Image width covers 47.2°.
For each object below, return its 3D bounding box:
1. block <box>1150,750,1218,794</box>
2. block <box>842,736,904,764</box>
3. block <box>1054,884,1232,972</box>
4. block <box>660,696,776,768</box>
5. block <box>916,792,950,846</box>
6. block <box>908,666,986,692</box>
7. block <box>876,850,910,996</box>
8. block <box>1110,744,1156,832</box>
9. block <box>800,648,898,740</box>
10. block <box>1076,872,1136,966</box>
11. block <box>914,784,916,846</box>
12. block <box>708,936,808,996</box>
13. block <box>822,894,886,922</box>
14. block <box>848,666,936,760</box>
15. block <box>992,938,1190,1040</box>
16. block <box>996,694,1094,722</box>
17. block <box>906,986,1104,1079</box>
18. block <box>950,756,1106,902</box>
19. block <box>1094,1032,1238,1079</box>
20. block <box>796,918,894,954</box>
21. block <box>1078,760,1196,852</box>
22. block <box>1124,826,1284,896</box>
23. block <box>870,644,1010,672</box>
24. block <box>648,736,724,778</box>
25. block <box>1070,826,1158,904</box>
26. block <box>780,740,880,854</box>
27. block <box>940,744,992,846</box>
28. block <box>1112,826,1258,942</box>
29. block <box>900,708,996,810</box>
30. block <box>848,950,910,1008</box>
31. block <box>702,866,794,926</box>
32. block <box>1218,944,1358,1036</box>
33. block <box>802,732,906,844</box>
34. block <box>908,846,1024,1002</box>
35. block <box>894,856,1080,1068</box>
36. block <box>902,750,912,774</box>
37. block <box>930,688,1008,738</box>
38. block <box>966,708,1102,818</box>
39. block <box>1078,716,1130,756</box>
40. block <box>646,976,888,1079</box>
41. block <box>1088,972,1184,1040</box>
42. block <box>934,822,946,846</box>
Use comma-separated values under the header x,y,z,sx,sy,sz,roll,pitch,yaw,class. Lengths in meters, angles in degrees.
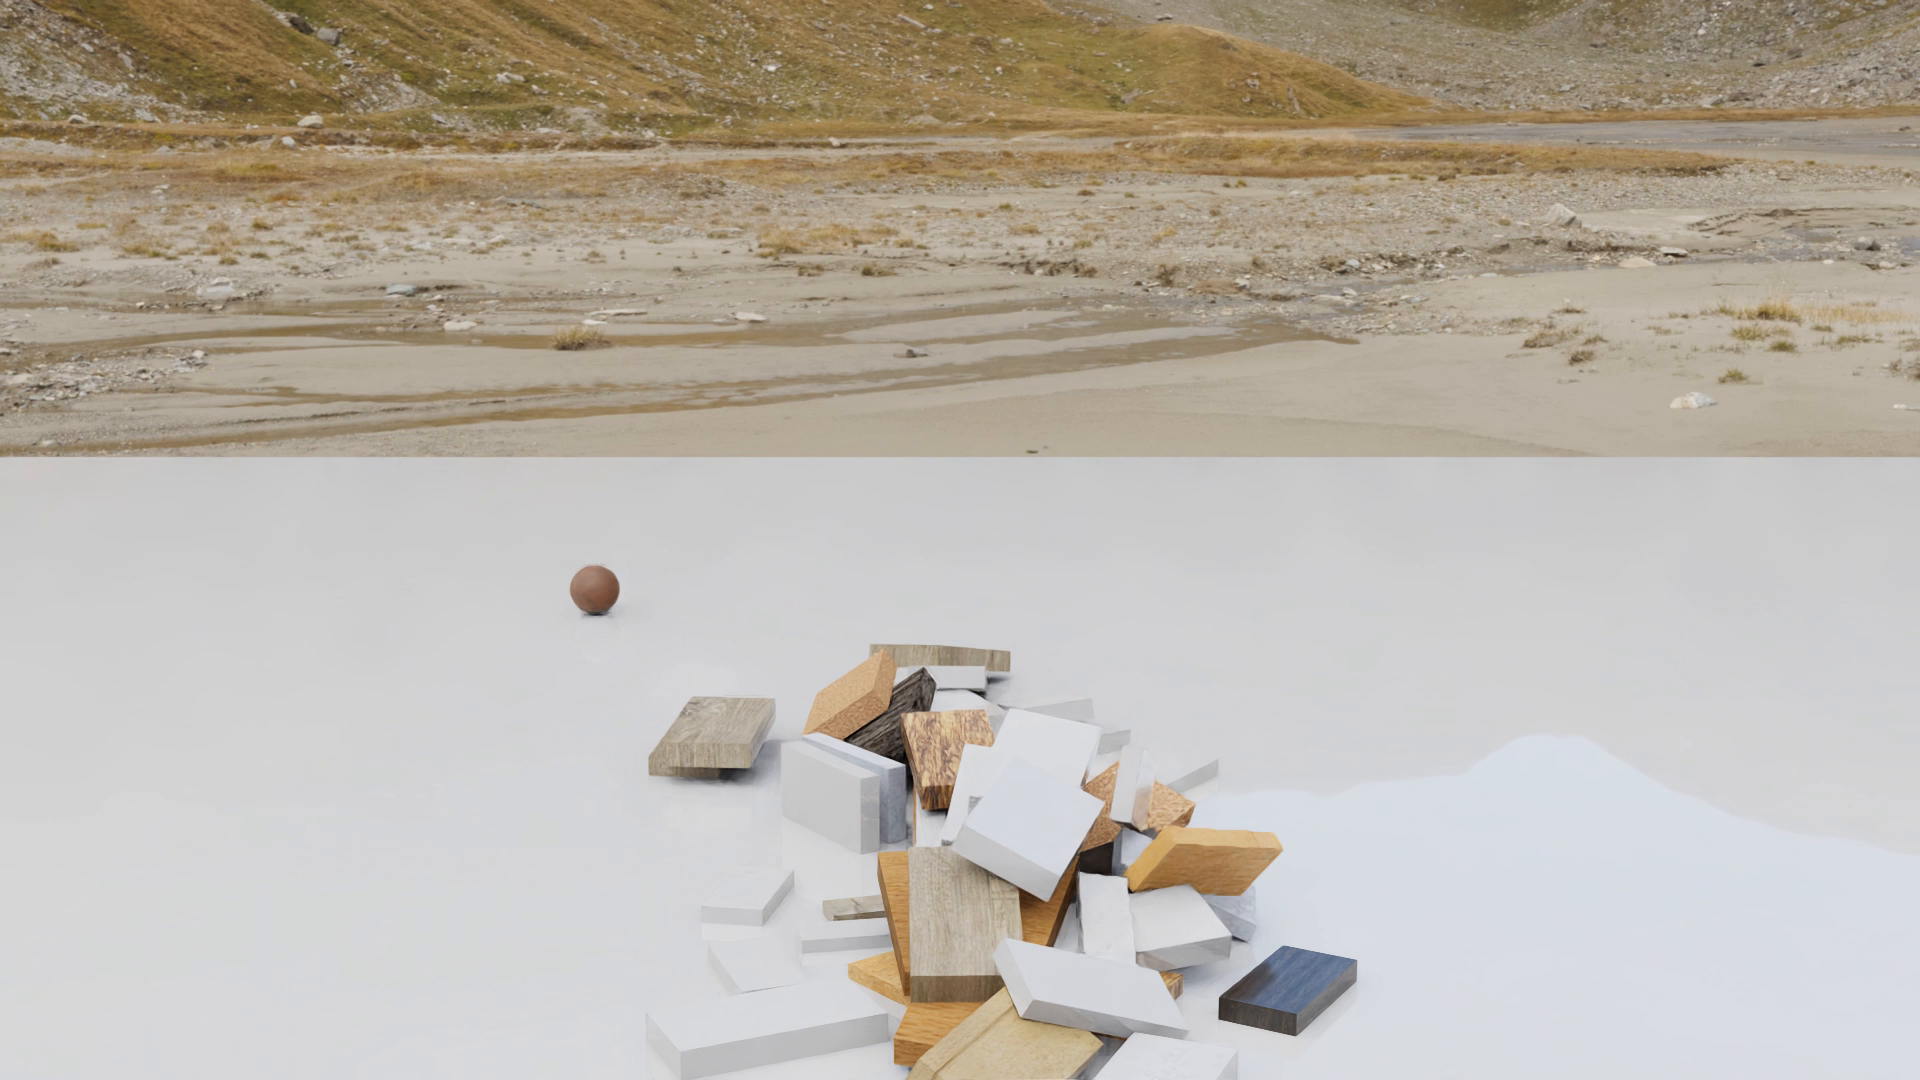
x,y,z,sx,sy,sz,roll,pitch,yaw,class
0.395,0.460,4.278,0.118,0.034,0.237,7,13,33,block
-0.214,0.422,4.458,0.147,0.042,0.294,-2,11,-12,block
0.240,0.592,3.284,0.294,0.042,0.147,-7,25,-18,block
-0.483,0.384,4.427,0.175,0.049,0.349,1,11,3,block
0.003,0.511,3.721,0.153,0.043,0.306,0,29,-1,block
-0.025,0.306,4.836,0.163,0.046,0.327,0,-5,2,block
-0.030,0.570,3.309,0.152,0.043,0.303,-2,26,-10,block
0.281,0.405,3.551,0.034,0.118,0.237,9,-10,12,block
-0.222,0.328,4.470,0.175,0.049,0.349,-34,8,7,block
0.215,0.571,3.237,0.075,0.021,0.241,7,26,-3,block
-0.005,0.469,3.886,0.153,0.043,0.306,0,33,-1,block
-0.303,0.646,3.290,0.101,0.029,0.202,-4,11,-20,block
-0.141,0.599,3.563,0.149,0.021,0.075,-3,11,-17,block
-0.138,0.359,4.313,0.163,0.046,0.327,-34,9,11,block
0.181,0.623,3.022,0.270,0.034,0.119,18,25,-31,block
0.176,0.357,4.590,0.147,0.042,0.294,-8,-1,-9,block
0.062,0.679,2.863,0.147,0.042,0.294,37,25,16,block
0.107,0.432,3.329,0.161,0.046,0.321,28,18,8,block
0.247,0.722,2.844,0.147,0.042,0.294,4,11,23,block
-0.178,0.620,3.450,0.149,0.021,0.075,-2,11,-11,block
0.202,0.507,3.637,0.158,0.045,0.496,29,30,24,block
0.379,0.498,3.406,0.237,0.118,0.034,9,40,-38,block
-0.042,0.269,4.993,0.175,0.049,0.349,0,-5,28,block
-0.536,0.422,4.467,0.138,0.039,0.276,1,11,4,block
0.245,0.561,3.479,0.317,0.045,0.158,-11,49,-45,block
-0.237,0.462,3.977,0.039,0.138,0.276,-7,13,-34,block
0.066,0.441,3.605,0.161,0.046,0.321,9,24,4,block
0.356,0.545,3.489,0.239,0.034,0.119,25,21,-4,block
-0.010,0.383,3.879,0.153,0.043,0.306,-3,20,-8,block
-0.082,0.654,3.261,0.084,0.024,0.167,-9,14,-39,block
-0.347,0.584,3.620,0.101,0.029,0.202,2,11,10,block
0.482,0.657,3.217,0.119,0.034,0.239,6,12,30,block
-0.197,0.452,4.033,0.039,0.138,0.276,-8,13,-37,block
0.007,0.547,3.158,0.158,0.045,0.317,0,26,-2,block
0.046,0.595,3.161,0.152,0.043,0.494,7,26,13,block
-0.051,0.417,4.343,0.110,0.031,0.220,1,11,3,block
-0.024,0.354,4.481,0.163,0.046,0.442,-2,3,-12,block
0.126,0.384,3.639,0.161,0.046,0.321,11,24,9,block
0.189,0.413,4.505,0.294,0.042,0.147,-7,13,-34,block
-0.270,0.679,3.071,0.303,0.043,0.152,-5,12,-25,block
0.239,0.667,3.179,0.099,0.028,0.199,5,12,27,block
0.008,0.519,3.632,0.099,0.028,0.227,7,29,13,block
